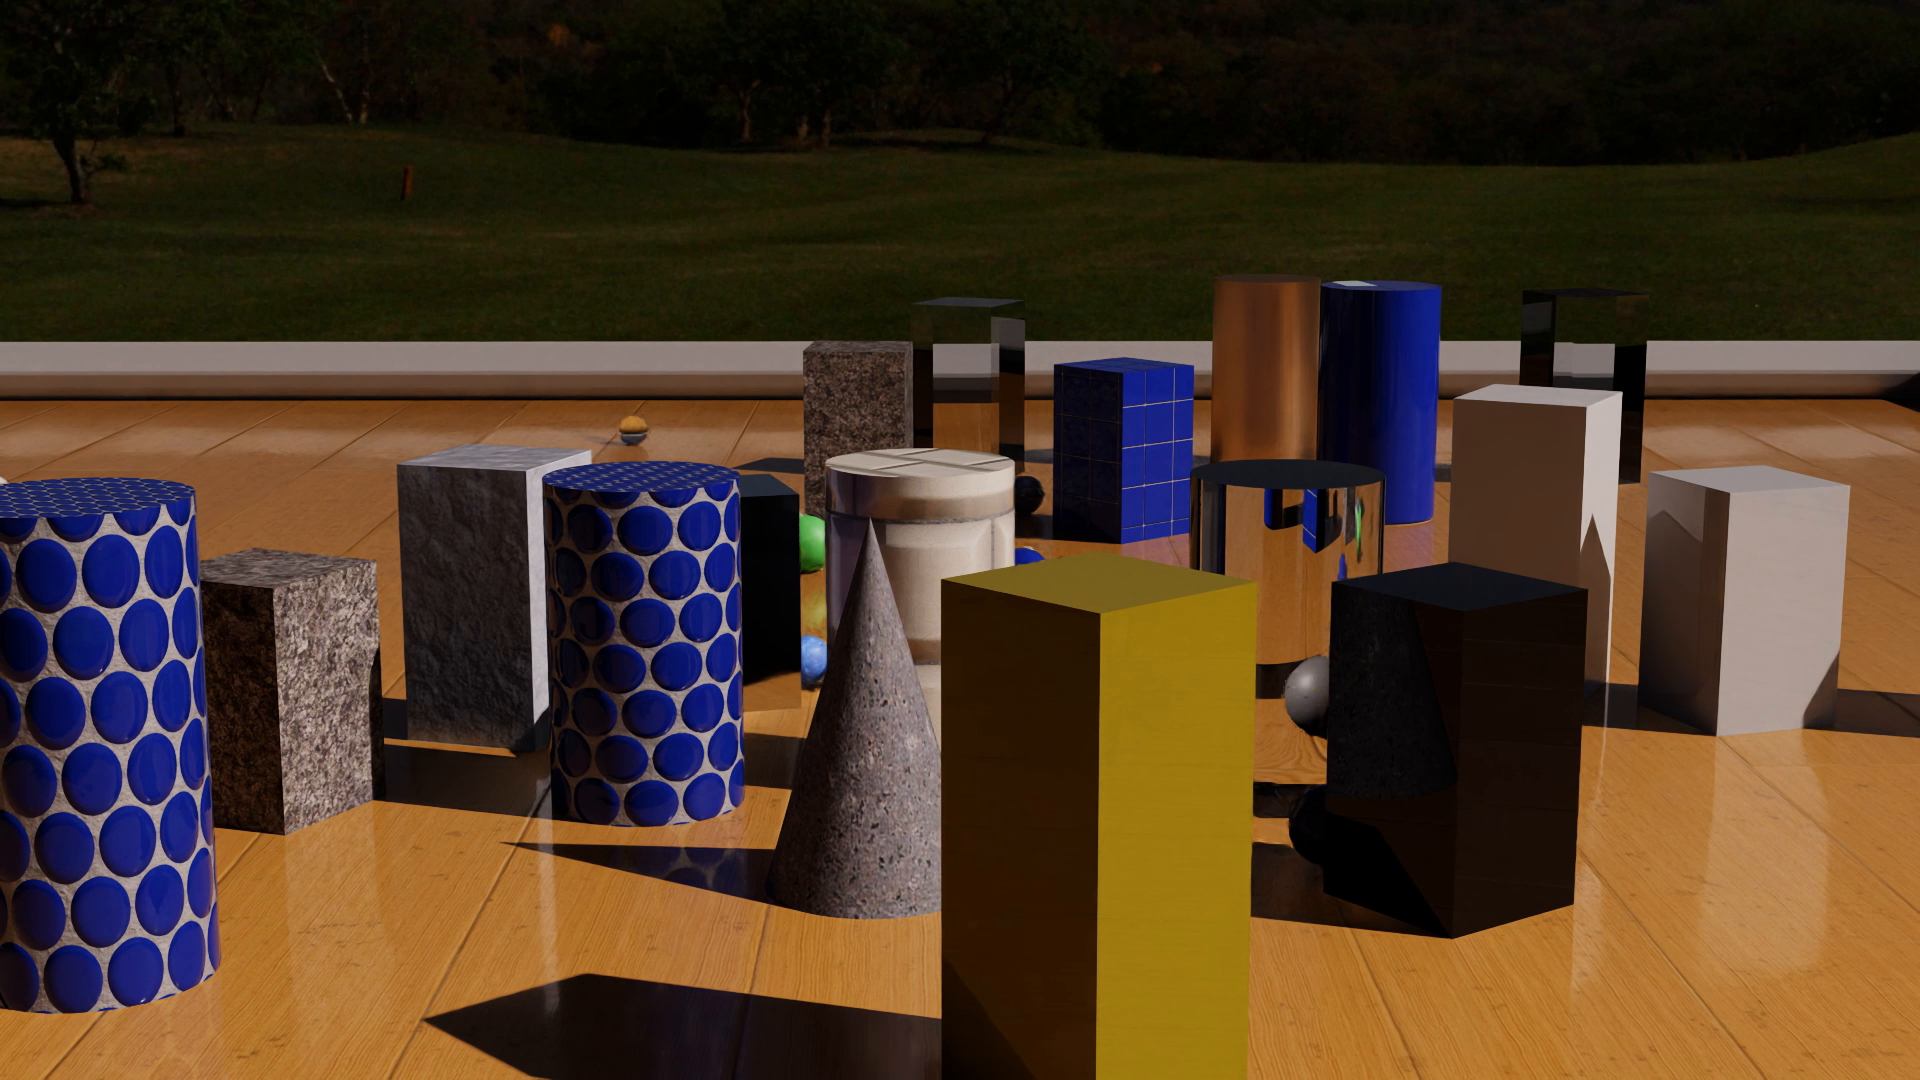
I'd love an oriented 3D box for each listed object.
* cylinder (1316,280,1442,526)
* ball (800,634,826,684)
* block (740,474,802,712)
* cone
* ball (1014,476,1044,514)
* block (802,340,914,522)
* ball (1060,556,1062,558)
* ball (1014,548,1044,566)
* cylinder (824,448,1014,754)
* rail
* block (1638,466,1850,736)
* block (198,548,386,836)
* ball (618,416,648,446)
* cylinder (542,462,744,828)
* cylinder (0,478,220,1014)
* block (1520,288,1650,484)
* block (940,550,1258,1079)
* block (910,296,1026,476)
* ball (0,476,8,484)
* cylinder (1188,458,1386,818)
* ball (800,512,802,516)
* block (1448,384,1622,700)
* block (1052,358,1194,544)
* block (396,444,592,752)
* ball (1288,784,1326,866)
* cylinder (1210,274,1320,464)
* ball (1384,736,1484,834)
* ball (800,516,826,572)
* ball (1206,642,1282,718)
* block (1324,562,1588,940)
[{"bbox_3d":[0.675,-0.224,4.151,0.193,0.375,0.193,0,11,0],"label":"cylinder"},{"bbox_3d":[-0.181,0.141,3.026,0.057,0.057,0.057,0,11,0],"label":"ball"},{"bbox_3d":[-0.277,0.061,2.963,0.154,0.248,0.154,-3,11,-16],"label":"block"},{"bbox_3d":[-0.079,0.144,2.275,0.193,0.336,0.193,0,11,0],"label":"cone"},{"bbox_3d":[0.106,-0.074,4.192,0.064,0.064,0.064,0,11,0],"label":"ball"},{"bbox_3d":[-0.155,-0.152,3.973,0.154,0.298,0.154,1,11,4],"label":"block"},{"bbox_3d":[0.142,0.052,3.528,0.059,0.059,0.059,0,11,0],"label":"ball"},{"bbox_3d":[0.086,0.048,3.492,0.075,0.075,0.075,0,11,0],"label":"ball"},{"bbox_3d":[-0.041,0.082,2.630,0.193,0.328,0.193,0,11,0],"label":"cylinder"},{"bbox_3d":[-0.013,-0.368,5.604,4.350,0.125,0.045,0,11,0],"label":"rail"},{"bbox_3d":[0.877,0.065,2.882,0.154,0.271,0.154,-4,11,-18],"label":"block"},{"bbox_3d":[-0.681,0.145,2.530,0.154,0.241,0.154,5,12,25],"label":"block"},{"bbox_3d":[-0.631,-0.212,4.953,0.058,0.058,0.058,0,11,0],"label":"ball"},{"bbox_3d":[-0.312,0.099,2.543,0.193,0.328,0.193,0,11,0],"label":"cylinder"},{"bbox_3d":[-0.701,0.158,2.050,0.193,0.391,0.193,0,11,0],"label":"cylinder"},{"bbox_3d":[1.094,-0.270,4.518,0.154,0.331,0.154,-4,11,-22],"label":"block"},{"bbox_3d":[0.096,0.212,1.800,0.154,0.376,0.154,-10,14,-42],"label":"block"},{"bbox_3d":[0.014,-0.268,4.561,0.154,0.311,0.154,5,11,24],"label":"block"},{"bbox_3d":[-1.545,-0.063,4.060,0.091,0.091,0.091,0,11,0],"label":"ball"},{"bbox_3d":[0.325,0.095,2.569,0.193,0.326,0.193,0,11,0],"label":"cylinder"},{"bbox_3d":[-0.269,-0.024,3.907,0.065,0.065,0.065,0,11,0],"label":"ball"},{"bbox_3d":[0.671,0.003,3.006,0.154,0.347,0.154,6,12,28],"label":"block"},{"bbox_3d":[0.255,-0.143,4.017,0.154,0.264,0.154,-9,14,-40],"label":"block"},{"bbox_3d":[-0.505,0.059,2.816,0.154,0.305,0.154,3,11,18],"label":"block"},{"bbox_3d":[0.335,0.259,2.329,0.075,0.075,0.075,0,11,0],"label":"ball"},{"bbox_3d":[0.554,-0.303,4.657,0.193,0.345,0.193,0,11,0],"label":"cylinder"},{"bbox_3d":[0.453,0.234,2.453,0.094,0.094,0.094,0,11,0],"label":"ball"},{"bbox_3d":[-0.221,0.005,3.718,0.082,0.082,0.082,0,11,0],"label":"ball"},{"bbox_3d":[0.320,0.158,2.890,0.085,0.085,0.085,0,11,0],"label":"ball"},{"bbox_3d":[0.431,0.178,2.241,0.154,0.282,0.154,-8,13,-36],"label":"block"}]
